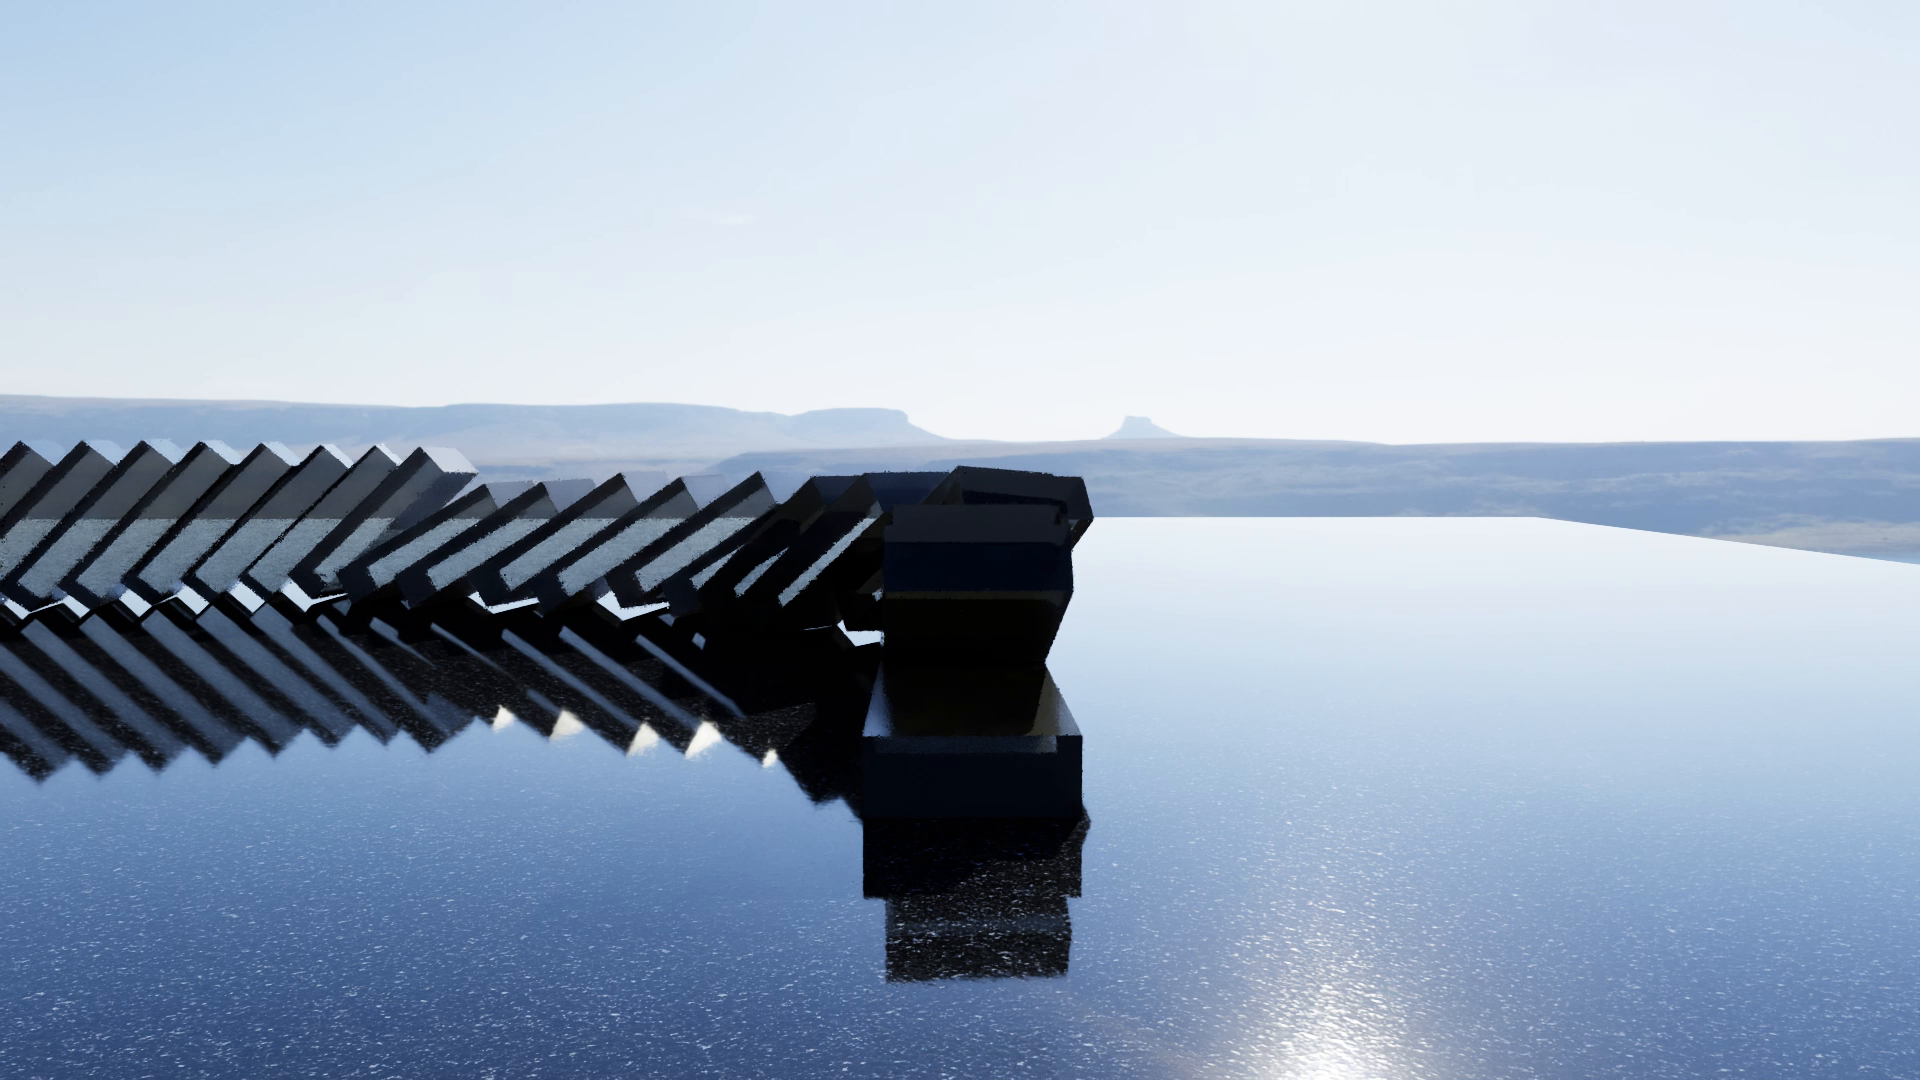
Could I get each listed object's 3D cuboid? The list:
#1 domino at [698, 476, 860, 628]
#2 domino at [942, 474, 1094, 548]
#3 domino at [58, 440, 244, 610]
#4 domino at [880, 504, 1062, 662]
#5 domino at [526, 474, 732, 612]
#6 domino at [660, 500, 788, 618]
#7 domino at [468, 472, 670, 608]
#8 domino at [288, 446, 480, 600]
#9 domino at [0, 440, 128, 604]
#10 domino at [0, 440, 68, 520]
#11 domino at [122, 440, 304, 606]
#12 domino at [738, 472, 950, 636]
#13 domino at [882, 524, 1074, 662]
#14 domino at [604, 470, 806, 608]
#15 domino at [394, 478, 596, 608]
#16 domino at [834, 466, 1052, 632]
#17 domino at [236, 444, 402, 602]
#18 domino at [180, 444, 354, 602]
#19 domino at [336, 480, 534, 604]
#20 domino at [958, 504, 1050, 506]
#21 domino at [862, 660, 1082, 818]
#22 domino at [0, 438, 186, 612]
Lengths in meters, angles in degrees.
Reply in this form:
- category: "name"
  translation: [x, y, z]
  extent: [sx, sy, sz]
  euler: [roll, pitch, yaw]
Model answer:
- category: "domino"
  translation: [-0.036, 0.003, 0.293]
  extent: [0.025, 0.010, 0.050]
  euler: [-5, -27, -47]
- category: "domino"
  translation: [0.005, 0.005, 0.255]
  extent: [0.025, 0.009, 0.050]
  euler: [0, -31, -20]
- category: "domino"
  translation: [-0.215, -0.005, 0.343]
  extent: [0.010, 0.050, 0.025]
  euler: [43, -10, -17]
- category: "domino"
  translation: [0.000, 0.010, 0.212]
  extent: [0.025, 0.010, 0.050]
  euler: [0, -25, -6]
- category: "domino"
  translation: [-0.083, 0.001, 0.329]
  extent: [0.050, 0.010, 0.025]
  euler: [-32, -4, 14]
- category: "domino"
  translation: [-0.047, 0.002, 0.318]
  extent: [0.050, 0.009, 0.025]
  euler: [-31, -7, 21]
- category: "domino"
  translation: [-0.099, -0.001, 0.333]
  extent: [0.050, 0.010, 0.025]
  euler: [-32, -4, 12]
- category: "domino"
  translation: [-0.159, -0.005, 0.356]
  extent: [0.050, 0.009, 0.025]
  euler: [-43, 2, 2]
- category: "domino"
  translation: [-0.238, -0.004, 0.332]
  extent: [0.010, 0.050, 0.025]
  euler: [43, -10, -17]
- category: "domino"
  translation: [-0.249, -0.004, 0.327]
  extent: [0.009, 0.050, 0.025]
  euler: [43, -10, -17]
- category: "domino"
  translation: [-0.203, -0.005, 0.351]
  extent: [0.009, 0.050, 0.025]
  euler: [44, -9, -17]
- category: "domino"
  translation: [-0.024, 0.003, 0.279]
  extent: [0.025, 0.009, 0.050]
  euler: [-4, -29, -48]
- category: "domino"
  translation: [0.001, 0.012, 0.194]
  extent: [0.025, 0.010, 0.050]
  euler: [0, -23, -4]
- category: "domino"
  translation: [-0.062, 0.000, 0.325]
  extent: [0.050, 0.009, 0.025]
  euler: [-32, -8, 16]
- category: "domino"
  translation: [-0.121, 0.001, 0.339]
  extent: [0.050, 0.009, 0.025]
  euler: [-30, -3, 13]
- category: "domino"
  translation: [-0.003, 0.003, 0.272]
  extent: [0.025, 0.010, 0.050]
  euler: [2, -33, -39]
- category: "domino"
  translation: [-0.178, -0.006, 0.361]
  extent: [0.009, 0.050, 0.025]
  euler: [45, -10, -16]
- category: "domino"
  translation: [-0.191, -0.005, 0.358]
  extent: [0.010, 0.050, 0.025]
  euler: [45, -10, -17]
- category: "domino"
  translation: [-0.141, 0.000, 0.350]
  extent: [0.050, 0.010, 0.025]
  euler: [-28, -1, 10]
- category: "domino"
  translation: [0.001, 0.009, 0.233]
  extent: [0.025, 0.010, 0.050]
  euler: [0, -25, -5]
- category: "domino"
  translation: [0.001, 0.025, 0.171]
  extent: [0.025, 0.010, 0.050]
  euler: [0, 4, -1]
- category: "domino"
  translation: [-0.226, -0.005, 0.337]
  extent: [0.009, 0.050, 0.025]
  euler: [43, -9, -17]
